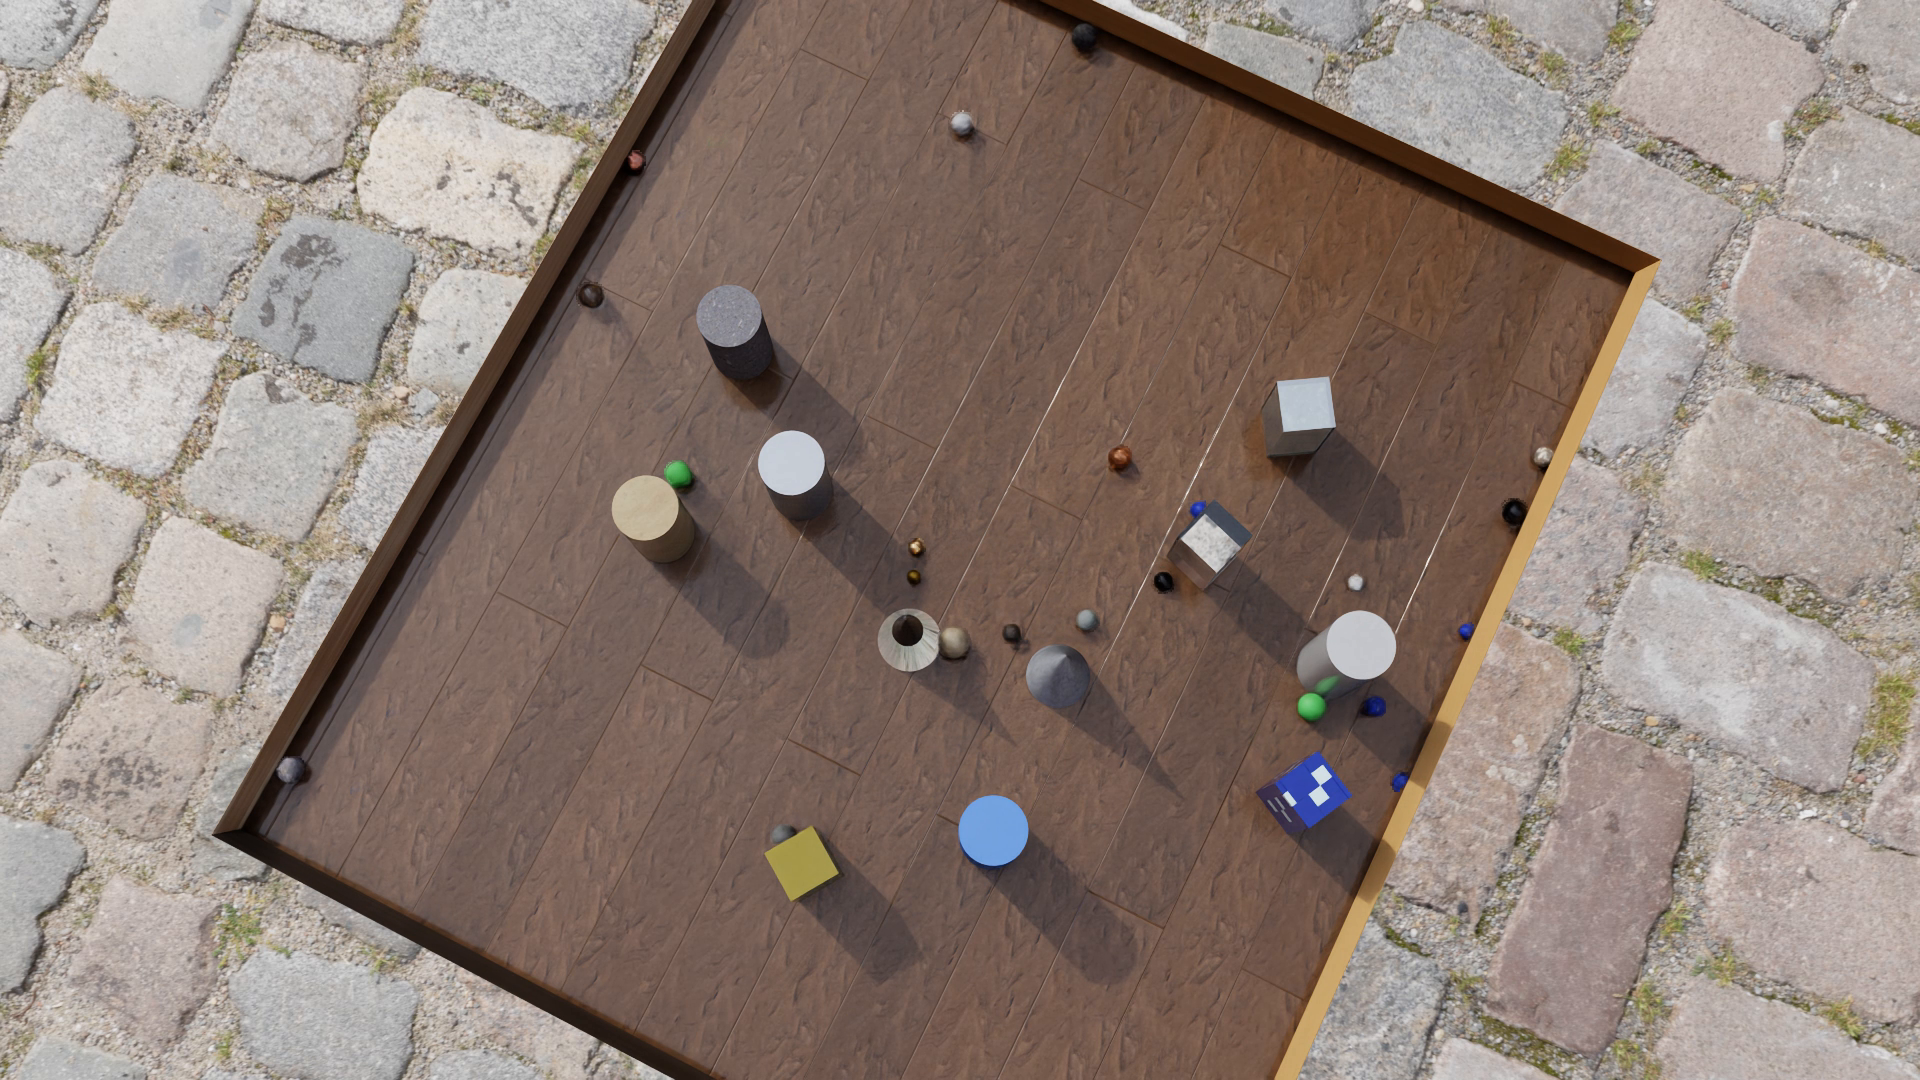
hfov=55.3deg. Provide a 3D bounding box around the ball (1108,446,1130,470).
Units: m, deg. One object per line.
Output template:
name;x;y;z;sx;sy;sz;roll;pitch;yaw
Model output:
ball;0.490;-0.253;5.633;0.070;0.070;0.070;0;78;0

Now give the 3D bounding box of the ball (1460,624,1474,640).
ball;1.531;0.277;5.536;0.046;0.046;0.046;0;78;0

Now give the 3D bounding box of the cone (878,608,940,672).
cone;-0.153;0.264;5.367;0.193;0.381;0.193;0;78;0

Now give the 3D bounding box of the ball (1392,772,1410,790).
ball;1.312;0.717;5.441;0.053;0.053;0.053;0;78;0

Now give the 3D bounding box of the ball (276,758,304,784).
ball;-1.987;0.683;5.436;0.077;0.077;0.077;0;78;0

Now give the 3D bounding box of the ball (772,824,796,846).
ball;-0.519;0.871;5.400;0.072;0.072;0.072;0;78;0

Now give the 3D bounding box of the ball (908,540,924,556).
ball;-0.135;0.023;5.587;0.048;0.048;0.048;0;78;0

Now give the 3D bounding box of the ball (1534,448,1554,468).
ball;1.797;-0.254;5.637;0.062;0.062;0.062;0;78;0

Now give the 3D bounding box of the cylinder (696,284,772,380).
cylinder;-0.682;-0.628;5.575;0.193;0.336;0.193;0;78;0

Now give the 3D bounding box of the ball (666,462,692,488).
ball;-0.861;-0.198;5.617;0.080;0.080;0.080;0;78;0

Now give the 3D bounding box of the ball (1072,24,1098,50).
ball;0.402;-1.624;5.910;0.082;0.082;0.082;0;78;0

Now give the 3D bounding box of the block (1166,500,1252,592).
block;0.739;0.019;5.455;0.154;0.309;0.154;44;82;8

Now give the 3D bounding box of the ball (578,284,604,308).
ball;-1.154;-0.763;5.735;0.077;0.077;0.077;0;78;0

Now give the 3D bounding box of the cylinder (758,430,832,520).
cylinder;-0.489;-0.189;5.479;0.193;0.345;0.193;0;78;0

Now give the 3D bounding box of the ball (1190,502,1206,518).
ball;0.732;-0.090;5.607;0.056;0.056;0.056;0;78;0

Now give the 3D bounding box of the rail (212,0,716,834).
rail;-1.364;-0.661;5.688;0.045;0.125;3.516;26;80;5

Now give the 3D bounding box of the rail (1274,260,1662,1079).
rail;1.364;0.675;5.412;0.045;0.125;3.516;26;80;5

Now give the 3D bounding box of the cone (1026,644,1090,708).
cone;0.296;0.365;5.316;0.193;0.440;0.193;0;78;0

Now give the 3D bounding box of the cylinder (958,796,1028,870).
cylinder;0.093;0.840;5.246;0.193;0.385;0.193;0;78;0

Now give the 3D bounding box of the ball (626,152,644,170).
ball;-1.036;-1.206;5.836;0.059;0.059;0.059;0;78;0

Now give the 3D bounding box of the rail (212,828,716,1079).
rail;-0.776;1.526;5.236;3.098;0.125;0.045;26;80;5

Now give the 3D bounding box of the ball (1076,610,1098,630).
ball;0.384;0.242;5.533;0.065;0.065;0.065;0;78;0

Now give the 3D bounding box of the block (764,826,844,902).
block;-0.445;0.936;5.283;0.154;0.274;0.154;-30;80;-6

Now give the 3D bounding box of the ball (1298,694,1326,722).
ball;1.052;0.499;5.470;0.084;0.084;0.084;0;78;0

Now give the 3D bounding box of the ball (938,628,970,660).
ball;-0.019;0.310;5.503;0.096;0.096;0.096;0;78;0

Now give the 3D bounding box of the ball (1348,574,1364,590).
ball;1.203;0.130;5.565;0.048;0.048;0.048;0;78;0

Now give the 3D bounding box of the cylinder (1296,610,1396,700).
cylinder;1.113;0.338;5.308;0.193;0.467;0.193;0;78;0

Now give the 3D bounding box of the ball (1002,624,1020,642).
ball;0.156;0.281;5.530;0.056;0.056;0.056;0;78;0

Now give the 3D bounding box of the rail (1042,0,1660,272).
rail;0.776;-1.512;5.864;3.098;0.125;0.045;26;80;5

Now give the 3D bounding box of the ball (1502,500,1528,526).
ball;1.694;-0.083;5.595;0.076;0.076;0.076;0;78;0

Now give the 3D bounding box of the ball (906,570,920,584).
ball;-0.141;0.112;5.572;0.042;0.042;0.042;0;78;0

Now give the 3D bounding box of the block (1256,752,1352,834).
block;0.987;0.732;5.287;0.154;0.349;0.154;-35;81;-7

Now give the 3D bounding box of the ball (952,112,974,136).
ball;0.007;-1.328;5.855;0.071;0.071;0.071;0;78;0

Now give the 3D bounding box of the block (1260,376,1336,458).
block;1.018;-0.368;5.536;0.154;0.306;0.154;-5;78;-1

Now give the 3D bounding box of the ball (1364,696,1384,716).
ball;1.241;0.499;5.483;0.059;0.059;0.059;0;78;0

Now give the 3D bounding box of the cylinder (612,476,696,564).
cylinder;-0.908;-0.058;5.454;0.193;0.342;0.193;0;78;0

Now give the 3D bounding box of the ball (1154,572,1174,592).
ball;0.617;0.126;5.560;0.060;0.060;0.060;0;78;0
